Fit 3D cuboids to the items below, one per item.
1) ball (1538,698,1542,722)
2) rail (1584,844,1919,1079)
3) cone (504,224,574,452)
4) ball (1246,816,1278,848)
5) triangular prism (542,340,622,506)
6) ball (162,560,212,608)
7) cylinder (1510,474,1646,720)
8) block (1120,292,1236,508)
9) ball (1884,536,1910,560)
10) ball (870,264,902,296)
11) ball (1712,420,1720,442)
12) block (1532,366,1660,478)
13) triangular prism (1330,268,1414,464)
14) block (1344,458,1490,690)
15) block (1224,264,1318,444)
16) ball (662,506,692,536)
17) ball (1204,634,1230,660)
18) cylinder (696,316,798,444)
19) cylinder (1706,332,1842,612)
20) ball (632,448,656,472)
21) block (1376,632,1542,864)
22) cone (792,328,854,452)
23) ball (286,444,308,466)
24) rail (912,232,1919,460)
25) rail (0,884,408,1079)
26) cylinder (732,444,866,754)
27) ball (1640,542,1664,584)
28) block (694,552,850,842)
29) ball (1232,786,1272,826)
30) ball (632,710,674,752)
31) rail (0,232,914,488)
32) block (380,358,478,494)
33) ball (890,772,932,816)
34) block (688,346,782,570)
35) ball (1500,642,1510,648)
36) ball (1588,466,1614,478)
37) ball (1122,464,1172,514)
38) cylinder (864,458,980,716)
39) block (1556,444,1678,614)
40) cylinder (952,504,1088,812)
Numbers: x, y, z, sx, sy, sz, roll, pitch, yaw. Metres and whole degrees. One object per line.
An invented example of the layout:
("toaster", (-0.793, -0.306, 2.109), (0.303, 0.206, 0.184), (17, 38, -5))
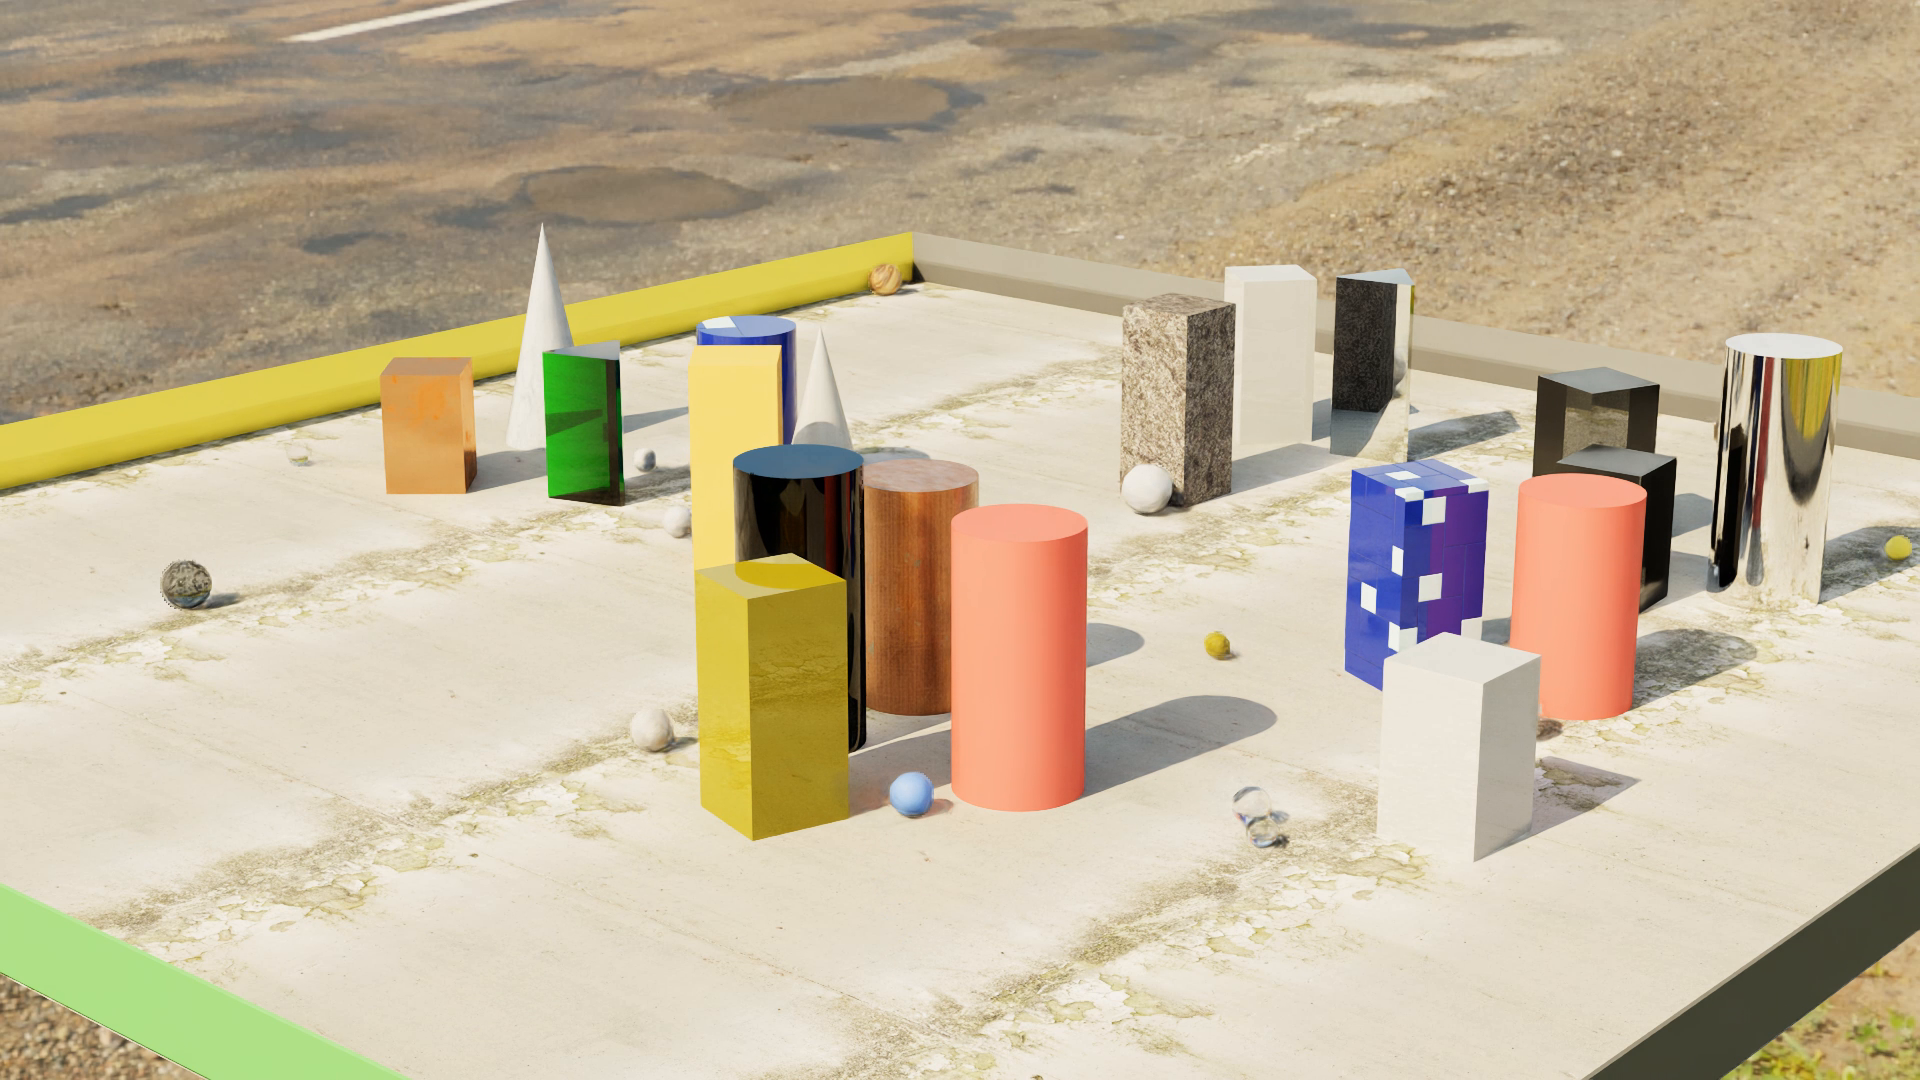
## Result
("ball", (0.830, 0.255, 4.433), (0.097, 0.097, 0.097), (0, 17, 0))
("rail", (1.390, 0.380, 3.965), (0.045, 0.126, 3.911), (14, 22, 39))
("cone", (-0.857, -0.432, 6.080), (0.194, 0.460, 0.194), (0, 17, 0))
("ball", (0.415, 0.402, 4.040), (0.043, 0.043, 0.043), (0, 17, 0))
("triangular prism", (-0.699, -0.232, 5.712), (0.168, 0.291, 0.145), (7, 18, 22))
("ball", (-1.331, 0.076, 5.049), (0.083, 0.083, 0.083), (0, 17, 0))
("cylinder", (0.959, 0.087, 4.566), (0.194, 0.342, 0.194), (0, 17, 0))
("block", (0.422, -0.273, 5.694), (0.155, 0.379, 0.155), (14, 22, 39))
("ball", (1.700, 0.016, 5.317), (0.044, 0.044, 0.044), (0, 17, 0))
("ball", (-0.190, -0.669, 7.520), (0.082, 0.082, 0.082), (0, 17, 0))
("ball", (1.594, -0.224, 6.064), (0.071, 0.071, 0.071), (0, 17, 0))
("block", (1.165, -0.145, 5.395), (0.155, 0.307, 0.155), (-8, 19, -26))
("triangular prism", (0.869, -0.362, 6.004), (0.168, 0.370, 0.145), (10, 19, 29))
("block", (0.724, 0.060, 4.664), (0.155, 0.337, 0.155), (-8, 18, -24))
("block", (0.645, -0.389, 6.137), (0.155, 0.345, 0.155), (-3, 17, -9))
("ball", (-0.525, -0.035, 5.460), (0.059, 0.059, 0.059), (0, 17, 0))
("ball", (0.422, 0.174, 4.797), (0.042, 0.042, 0.042), (0, 17, 0))
("cylinder", (-0.413, -0.255, 5.716), (0.194, 0.332, 0.194), (0, 17, 0))
("cylinder", (1.404, -0.118, 5.062), (0.194, 0.447, 0.194), (0, 17, 0))
("ball", (-0.634, -0.161, 5.898), (0.048, 0.048, 0.048), (0, 17, 0))
("block", (0.690, 0.284, 4.056), (0.155, 0.258, 0.155), (14, 22, 39))
("cone", (-0.259, -0.215, 5.495), (0.194, 0.384, 0.194), (0, 17, 0))
("ball", (-1.342, -0.172, 5.942), (0.043, 0.043, 0.043), (0, 17, 0))
("rail", (1.267, -0.390, 6.517), (3.730, 0.126, 0.045), (14, 22, 39))
("rail", (-1.267, 0.453, 3.724), (3.730, 0.126, 0.045), (14, 22, 39))
("cylinder", (-0.238, 0.092, 4.384), (0.194, 0.437, 0.194), (0, 17, 0))
("ball", (1.204, 0.041, 5.178), (0.076, 0.076, 0.076), (0, 17, 0))
("block", (-0.263, 0.218, 4.114), (0.155, 0.353, 0.155), (-10, 20, -31))
("ball", (0.409, 0.373, 4.112), (0.057, 0.057, 0.057), (0, 17, 0))
("ball", (-0.460, 0.286, 4.390), (0.063, 0.063, 0.063), (0, 17, 0))
("rail", (-1.390, -0.317, 6.276), (0.045, 0.126, 3.911), (14, 22, 39))
("block", (-1.046, -0.226, 5.783), (0.155, 0.239, 0.155), (0, 17, 0))
("ball", (-0.070, 0.360, 4.149), (0.061, 0.061, 0.061), (0, 17, 0))
("block", (-0.398, -0.143, 5.255), (0.155, 0.385, 0.155), (0, 17, 0))
("ball", (0.880, 0.192, 4.709), (0.059, 0.059, 0.059), (0, 17, 0))
("ball", (1.253, -0.117, 5.741), (0.054, 0.054, 0.054), (0, 17, 0))
("ball", (0.358, -0.098, 5.603), (0.096, 0.096, 0.096), (0, 17, 0))
("cylinder", (-0.067, 0.072, 4.583), (0.194, 0.360, 0.194), (0, 17, 0))
("block", (1.128, -0.018, 5.069), (0.155, 0.251, 0.155), (12, 20, 34))
("cylinder", (0.084, 0.167, 4.200), (0.194, 0.400, 0.194), (0, 17, 0))
